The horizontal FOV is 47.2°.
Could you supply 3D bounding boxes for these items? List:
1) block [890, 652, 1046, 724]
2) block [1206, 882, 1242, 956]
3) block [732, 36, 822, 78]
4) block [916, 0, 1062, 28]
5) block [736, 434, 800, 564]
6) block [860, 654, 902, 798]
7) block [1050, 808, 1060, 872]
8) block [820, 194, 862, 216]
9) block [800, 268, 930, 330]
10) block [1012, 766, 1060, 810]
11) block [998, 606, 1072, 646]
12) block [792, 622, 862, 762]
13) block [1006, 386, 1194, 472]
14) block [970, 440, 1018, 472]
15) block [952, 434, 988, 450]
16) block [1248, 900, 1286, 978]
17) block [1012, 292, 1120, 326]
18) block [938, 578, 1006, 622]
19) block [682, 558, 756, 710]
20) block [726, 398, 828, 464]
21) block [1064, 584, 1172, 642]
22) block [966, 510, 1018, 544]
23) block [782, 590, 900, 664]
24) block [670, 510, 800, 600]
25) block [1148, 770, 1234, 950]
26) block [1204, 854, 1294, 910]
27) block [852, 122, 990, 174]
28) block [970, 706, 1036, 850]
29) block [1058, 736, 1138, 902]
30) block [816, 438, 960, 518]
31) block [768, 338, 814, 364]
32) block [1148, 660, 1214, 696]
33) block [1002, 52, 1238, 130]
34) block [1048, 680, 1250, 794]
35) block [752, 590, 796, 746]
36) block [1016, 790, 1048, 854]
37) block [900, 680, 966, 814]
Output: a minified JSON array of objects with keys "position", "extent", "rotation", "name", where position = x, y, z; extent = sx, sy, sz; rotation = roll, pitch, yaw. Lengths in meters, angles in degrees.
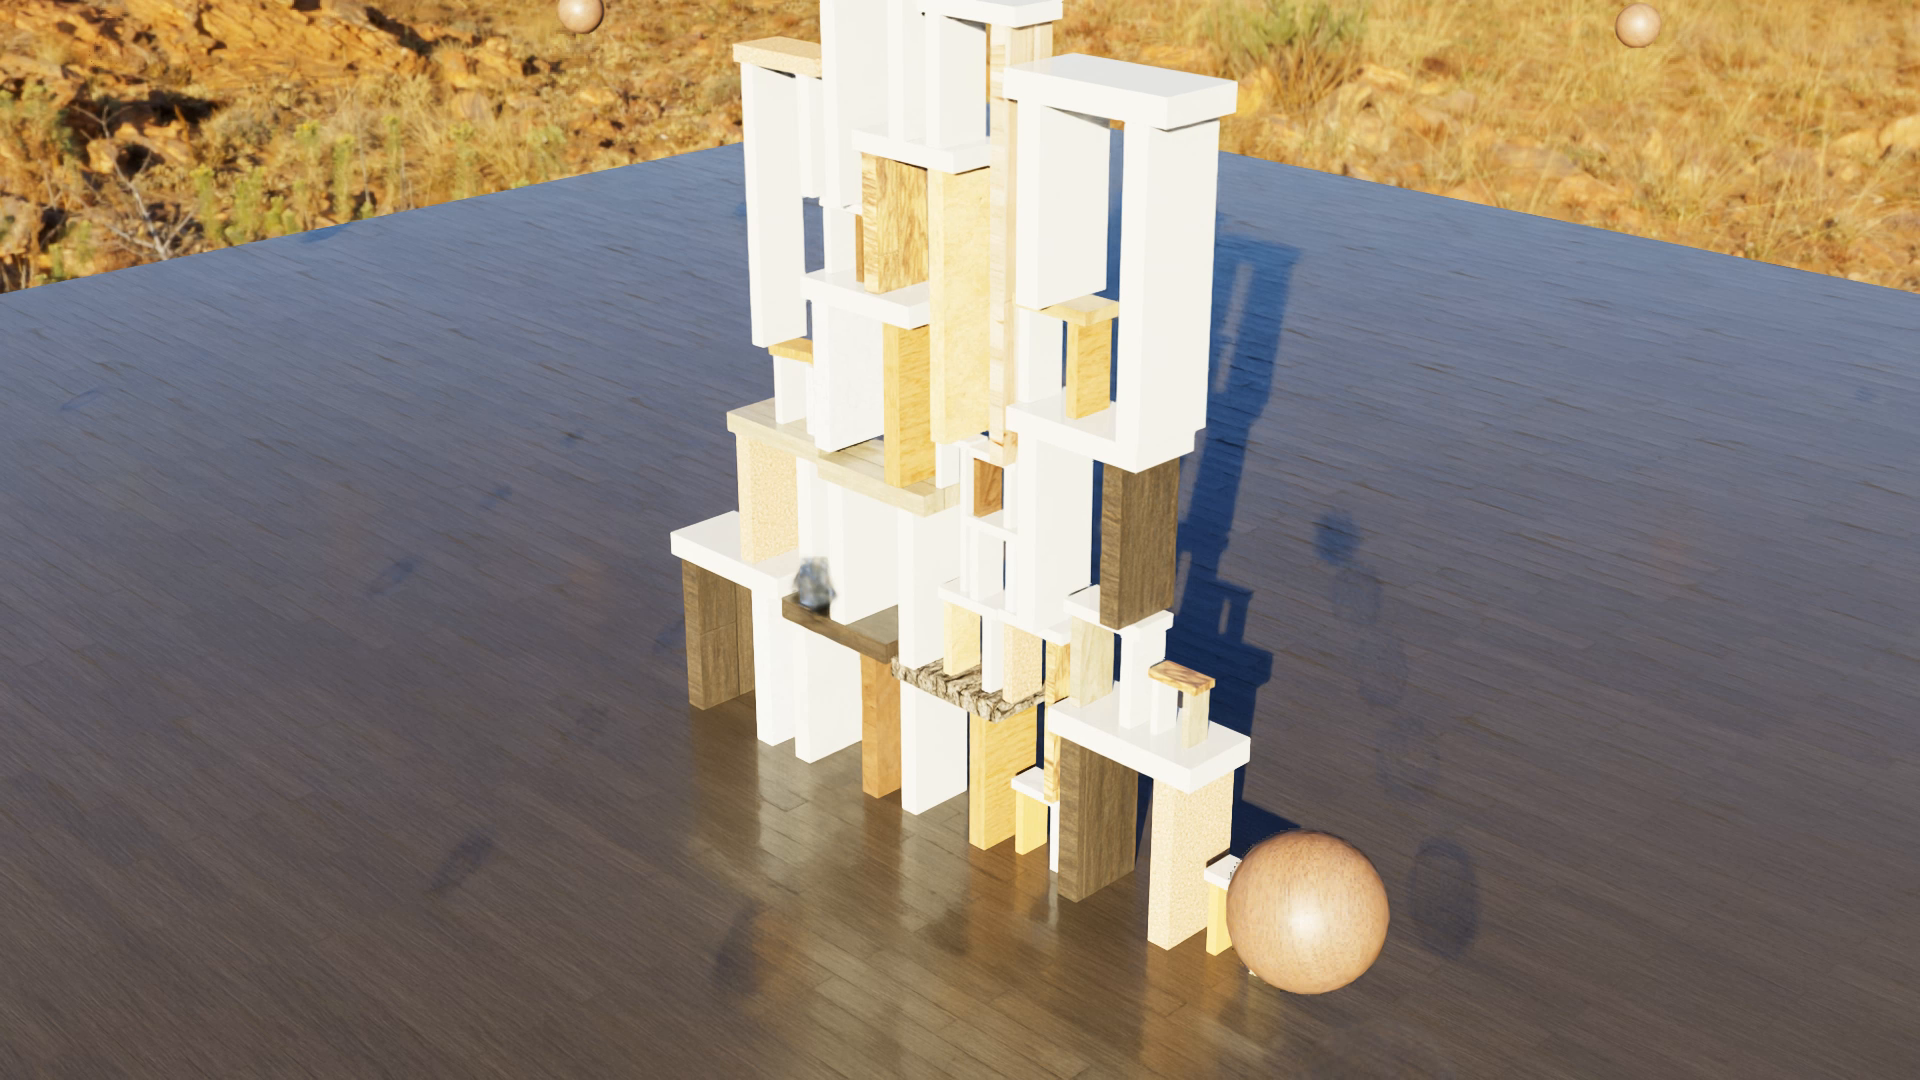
[{"position":[0.017,0.272,4.325],"extent":[0.290,0.041,0.145],"rotation":[21,31,41],"name":"block"},{"position":[0.481,0.673,3.987],"extent":[0.021,0.146,0.073],"rotation":[21,31,41],"name":"block"},{"position":[-0.312,-0.918,4.175],"extent":[0.230,0.033,0.115],"rotation":[21,31,40],"name":"block"},{"position":[0.049,-0.918,3.771],"extent":[0.235,0.033,0.117],"rotation":[21,31,40],"name":"block"},{"position":[-0.397,-0.104,4.614],"extent":[0.040,0.282,0.141],"rotation":[21,31,41],"name":"block"},{"position":[-0.128,0.357,4.515],"extent":[0.045,0.316,0.158],"rotation":[21,31,41],"name":"block"},{"position":[0.205,0.567,4.249],"extent":[0.020,0.138,0.069],"rotation":[21,31,41],"name":"block"},{"position":[-0.199,-0.640,4.174],"extent":[0.130,0.018,0.065],"rotation":[20,31,40],"name":"block"},{"position":[-0.147,-0.469,4.182],"extent":[0.151,0.043,0.302],"rotation":[-22,31,-40],"name":"block"},{"position":[0.173,0.482,4.248],"extent":[0.138,0.020,0.069],"rotation":[21,31,41],"name":"block"},{"position":[0.158,0.150,4.111],"extent":[0.082,0.023,0.164],"rotation":[-21,31,-40],"name":"block"},{"position":[-0.277,0.299,4.652],"extent":[0.045,0.316,0.158],"rotation":[21,31,41],"name":"block"},{"position":[0.244,-0.197,3.868],"extent":[0.153,0.043,0.306],"rotation":[-21,31,-40],"name":"block"},{"position":[0.080,-0.157,4.071],"extent":[0.059,0.017,0.118],"rotation":[-21,31,-40],"name":"block"},{"position":[0.000,-0.194,4.143],"extent":[0.098,0.014,0.049],"rotation":[21,31,40],"name":"block"},{"position":[0.550,0.700,3.924],"extent":[0.021,0.146,0.073],"rotation":[21,31,41],"name":"block"},{"position":[0.184,-0.413,3.845],"extent":[0.087,0.025,0.174],"rotation":[-21,31,-40],"name":"block"},{"position":[0.041,0.111,4.221],"extent":[0.157,0.022,0.079],"rotation":[21,31,40],"name":"block"},{"position":[-0.523,0.184,4.876],"extent":[0.050,0.353,0.176],"rotation":[21,31,41],"name":"block"},{"position":[-0.330,-0.226,4.490],"extent":[0.282,0.040,0.141],"rotation":[21,31,40],"name":"block"},{"position":[0.284,0.131,3.967],"extent":[0.182,0.026,0.091],"rotation":[21,31,40],"name":"block"},{"position":[0.084,-0.028,4.115],"extent":[0.140,0.020,0.070],"rotation":[21,31,40],"name":"block"},{"position":[-0.203,0.162,4.513],"extent":[0.316,0.045,0.158],"rotation":[21,31,41],"name":"block"},{"position":[-0.440,0.031,4.721],"extent":[0.353,0.050,0.176],"rotation":[21,31,41],"name":"block"},{"position":[0.421,0.561,4.006],"extent":[0.048,0.338,0.169],"rotation":[21,31,41],"name":"block"},{"position":[0.515,0.610,3.923],"extent":[0.146,0.021,0.073],"rotation":[21,31,41],"name":"block"},{"position":[-0.059,-0.716,3.986],"extent":[0.264,0.037,0.132],"rotation":[21,31,40],"name":"block"},{"position":[0.085,0.451,4.327],"extent":[0.041,0.290,0.145],"rotation":[21,31,41],"name":"block"},{"position":[0.262,0.499,4.152],"extent":[0.048,0.338,0.169],"rotation":[21,31,41],"name":"block"},{"position":[-0.123,-0.124,4.303],"extent":[0.301,0.043,0.151],"rotation":[21,31,40],"name":"block"},{"position":[-0.309,-0.378,4.396],"extent":[0.142,0.020,0.071],"rotation":[16,27,43],"name":"block"},{"position":[0.393,0.245,3.901],"extent":[0.108,0.015,0.054],"rotation":[21,31,41],"name":"block"},{"position":[0.260,-0.741,3.618],"extent":[0.354,0.050,0.177],"rotation":[21,31,40],"name":"block"},{"position":[0.341,0.353,4.004],"extent":[0.337,0.048,0.169],"rotation":[21,31,41],"name":"block"},{"position":[-0.357,0.249,4.723],"extent":[0.050,0.353,0.176],"rotation":[21,31,41],"name":"block"},{"position":[0.140,0.541,4.308],"extent":[0.020,0.138,0.069],"rotation":[21,31,41],"name":"block"},{"position":[-0.052,0.398,4.453],"extent":[0.145,0.290,0.041],"rotation":[-21,31,-41],"name":"block"}]
